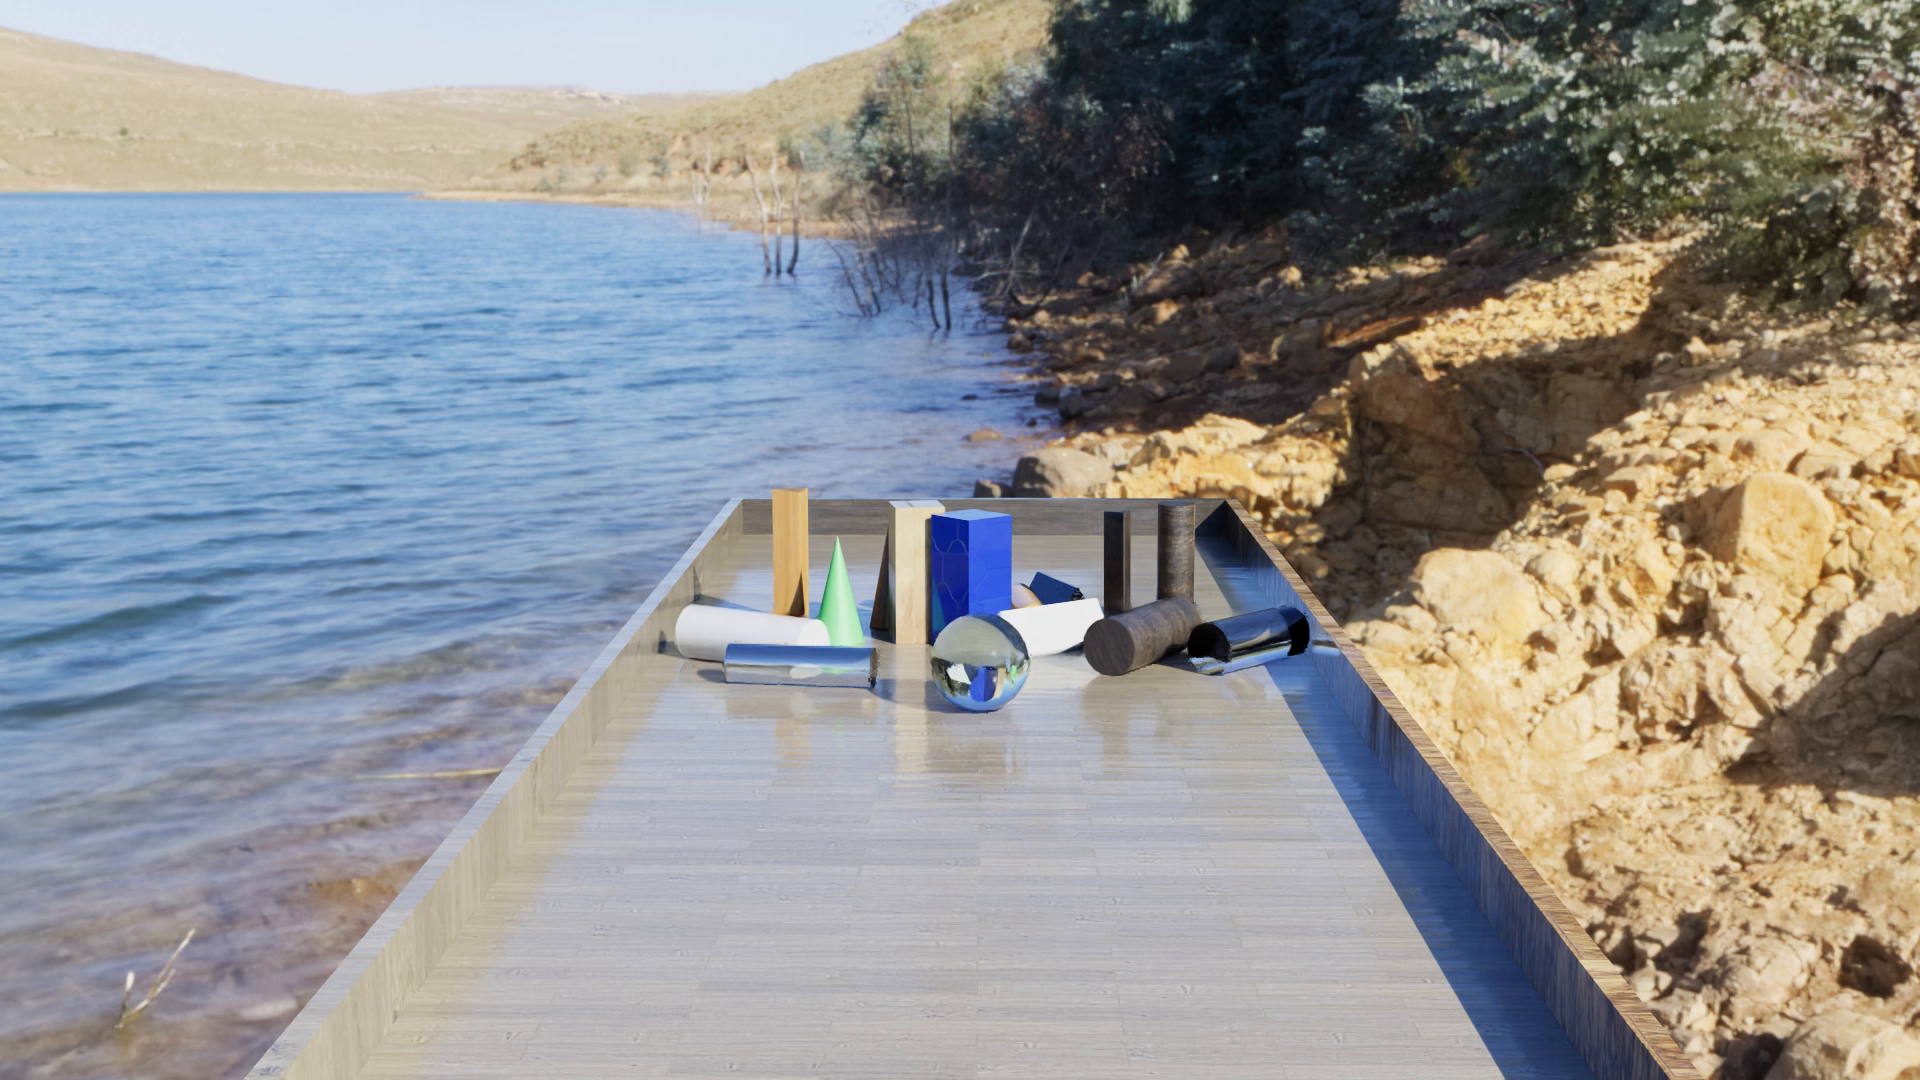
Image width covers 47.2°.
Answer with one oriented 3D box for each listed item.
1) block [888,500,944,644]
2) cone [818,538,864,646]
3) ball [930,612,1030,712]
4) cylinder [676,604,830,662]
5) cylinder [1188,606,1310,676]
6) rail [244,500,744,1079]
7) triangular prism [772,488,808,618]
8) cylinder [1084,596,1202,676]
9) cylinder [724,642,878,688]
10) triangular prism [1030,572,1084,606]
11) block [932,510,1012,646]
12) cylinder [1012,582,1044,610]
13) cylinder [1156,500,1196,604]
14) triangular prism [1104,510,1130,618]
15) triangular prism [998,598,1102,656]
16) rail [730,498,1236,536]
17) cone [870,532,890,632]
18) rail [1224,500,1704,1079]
[{"bbox_3d":[-0.138,0.101,6.986,0.156,0.434,0.156,-2,9,-10],"label":"block"},{"bbox_3d":[-0.387,0.152,6.966,0.166,0.339,0.166,0,9,0],"label":"cone"},{"bbox_3d":[0.054,0.334,6.029,0.273,0.273,0.273,0,9,0],"label":"ball"},{"bbox_3d":[-0.627,0.296,6.621,0.458,0.163,0.163,6,11,31],"label":"cylinder"},{"bbox_3d":[0.871,0.300,6.610,0.390,0.158,0.158,-9,13,-44],"label":"cylinder"},{"bbox_3d":[-1.004,0.839,3.234,0.050,0.150,12.000,0,9,1],"label":"rail"},{"bbox_3d":[-0.532,0.058,7.190,0.119,0.454,0.103,7,11,37],"label":"triangular prism"},{"bbox_3d":[0.555,0.287,6.654,0.172,0.172,0.440,6,11,32],"label":"cylinder"},{"bbox_3d":[-0.459,0.361,6.356,0.427,0.117,0.117,1,9,9],"label":"cylinder"},{"bbox_3d":[0.327,0.192,7.380,0.143,0.124,0.334,-3,10,-20],"label":"triangular prism"},{"bbox_3d":[0.035,0.127,6.880,0.178,0.416,0.178,-8,12,-41],"label":"block"},{"bbox_3d":[0.216,0.229,7.212,0.110,0.110,0.394,-1,9,-6],"label":"cylinder"},{"bbox_3d":[0.702,0.085,7.162,0.121,0.411,0.121,0,9,0],"label":"cylinder"},{"bbox_3d":[0.515,0.112,6.986,0.076,0.410,0.088,-7,9,-43],"label":"triangular prism"},{"bbox_3d":[0.277,0.268,6.869,0.386,0.134,0.154,-7,11,-36],"label":"triangular prism"},{"bbox_3d":[0.099,-0.098,9.147,2.100,0.150,0.050,0,9,1],"label":"rail"},{"bbox_3d":[-0.218,0.077,7.181,0.159,0.419,0.159,0,9,0],"label":"cone"},{"bbox_3d":[1.046,0.843,3.208,0.050,0.150,12.000,0,9,1],"label":"rail"}]
